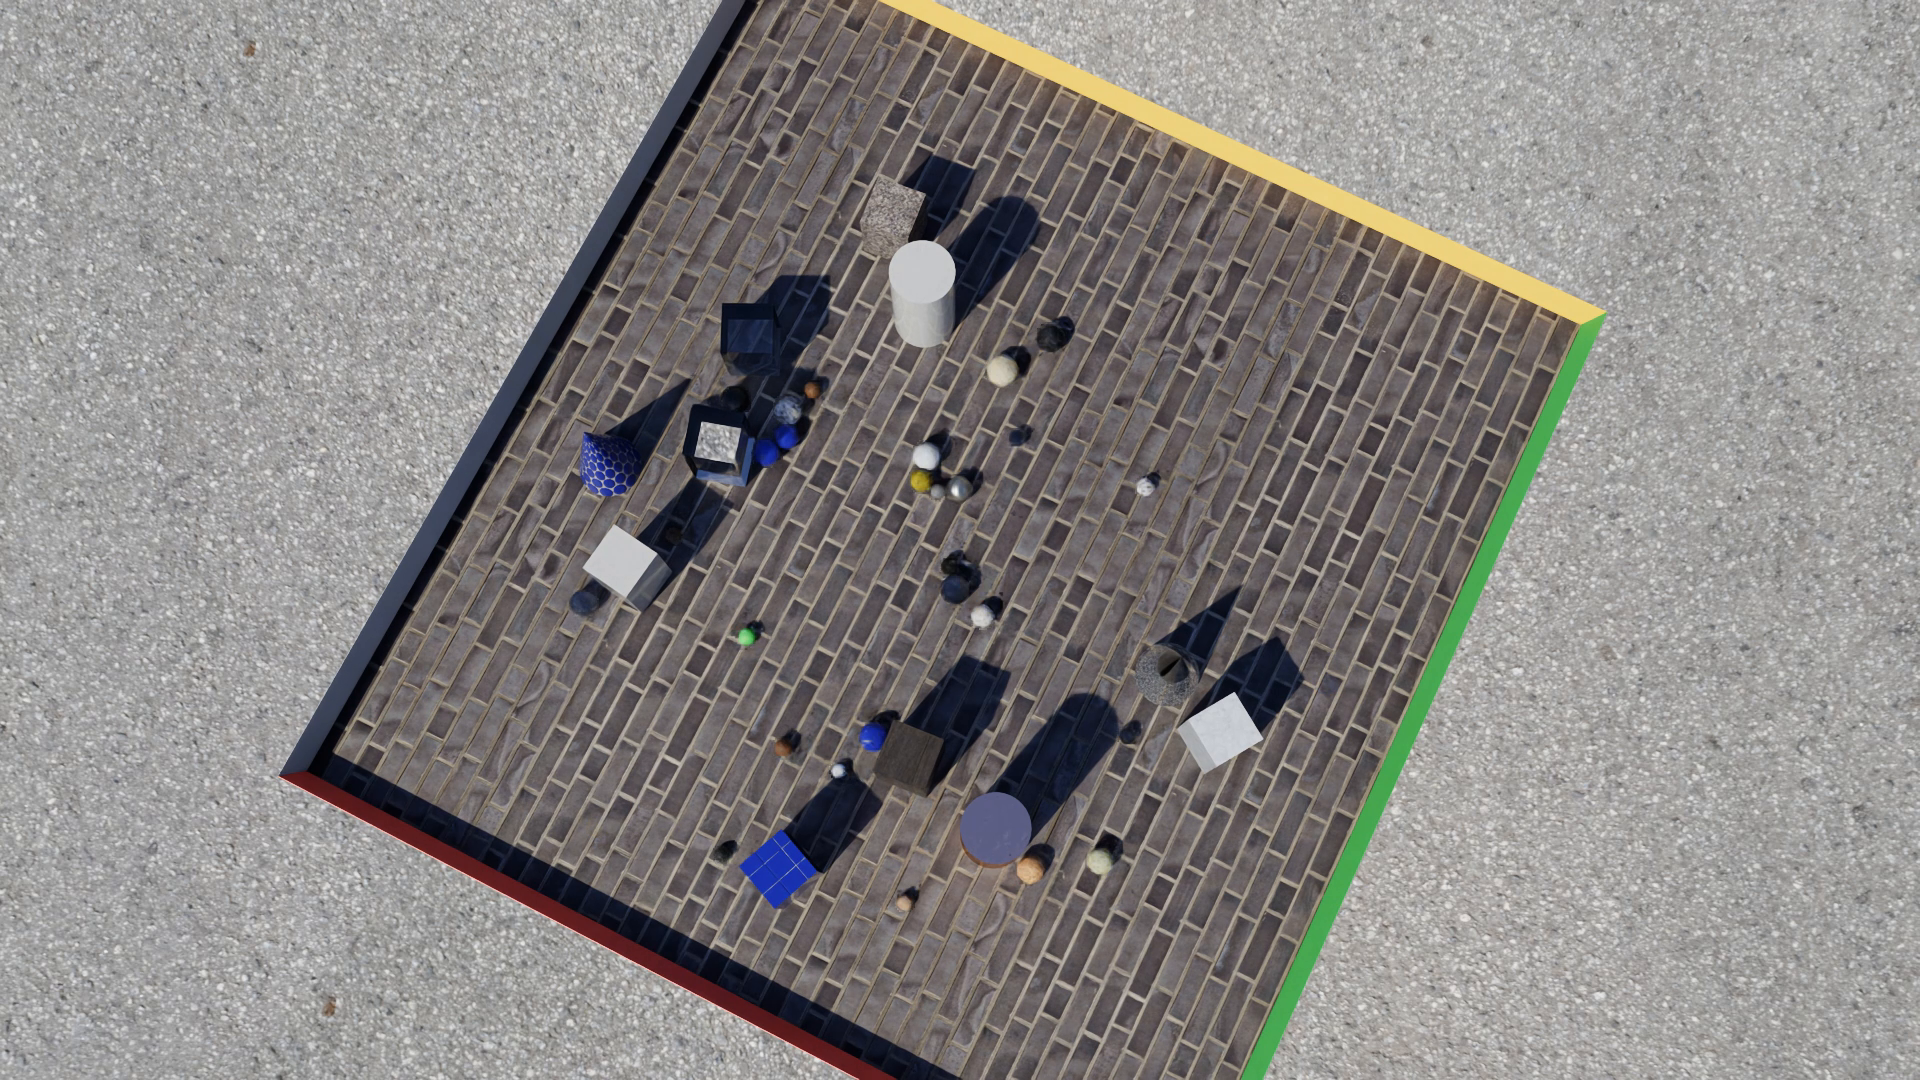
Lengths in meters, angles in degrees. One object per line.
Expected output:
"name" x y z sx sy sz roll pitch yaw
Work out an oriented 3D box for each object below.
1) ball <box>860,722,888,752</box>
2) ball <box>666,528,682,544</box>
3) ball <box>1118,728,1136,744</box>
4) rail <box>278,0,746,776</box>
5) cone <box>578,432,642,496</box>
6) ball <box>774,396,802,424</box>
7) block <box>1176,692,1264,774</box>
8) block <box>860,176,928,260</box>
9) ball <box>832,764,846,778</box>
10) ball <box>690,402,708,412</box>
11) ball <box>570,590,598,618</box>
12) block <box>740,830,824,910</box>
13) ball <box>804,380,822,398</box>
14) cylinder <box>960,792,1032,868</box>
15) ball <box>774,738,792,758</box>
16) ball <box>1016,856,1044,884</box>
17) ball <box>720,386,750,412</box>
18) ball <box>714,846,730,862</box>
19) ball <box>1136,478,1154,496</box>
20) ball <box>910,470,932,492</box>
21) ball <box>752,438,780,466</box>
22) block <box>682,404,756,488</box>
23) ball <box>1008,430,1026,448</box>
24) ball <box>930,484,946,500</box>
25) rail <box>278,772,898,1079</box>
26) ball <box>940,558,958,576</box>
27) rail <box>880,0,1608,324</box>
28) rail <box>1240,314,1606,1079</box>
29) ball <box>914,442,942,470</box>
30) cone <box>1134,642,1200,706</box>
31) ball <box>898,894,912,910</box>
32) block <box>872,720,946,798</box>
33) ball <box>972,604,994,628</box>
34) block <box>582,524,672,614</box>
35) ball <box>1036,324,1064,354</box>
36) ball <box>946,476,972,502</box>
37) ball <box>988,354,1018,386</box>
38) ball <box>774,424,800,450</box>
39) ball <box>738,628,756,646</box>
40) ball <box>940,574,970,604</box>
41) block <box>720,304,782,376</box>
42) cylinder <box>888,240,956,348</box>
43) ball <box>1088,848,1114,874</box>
"ball" -0.256 0.587 5.450 0.088 0.088 0.088 0 78 0
"ball" -0.874 -0.014 5.594 0.050 0.050 0.050 0 78 0
"ball" 0.500 0.585 5.469 0.052 0.052 0.052 0 78 0
"rail" -1.288 -0.624 5.680 0.045 0.127 3.052 26 80 5
"cone" -1.082 -0.270 5.466 0.195 0.404 0.195 0 78 0
"ball" -0.530 -0.399 5.653 0.088 0.088 0.088 0 78 0
"block" 0.757 0.567 5.357 0.156 0.278 0.156 -30 80 -6
"block" -0.204 -0.986 5.696 0.156 0.245 0.156 20 79 4
"ball" -0.359 0.686 5.452 0.044 0.044 0.044 0 78 0
"ball" -0.797 -0.385 5.657 0.077 0.077 0.077 0 78 0
"ball" -1.137 0.191 5.534 0.084 0.084 0.084 0 78 0
"block" -0.511 0.951 5.280 0.156 0.273 0.156 -41 81 -8
"ball" -0.458 -0.466 5.685 0.055 0.055 0.055 0 78 0
"cylinder" 0.098 0.831 5.220 0.195 0.441 0.195 0 78 0
"ball" -0.526 0.620 5.460 0.055 0.055 0.055 0 78 0
"ball" 0.207 0.966 5.375 0.082 0.082 0.082 0 78 0
"ball" -0.697 -0.430 5.658 0.094 0.094 0.094 0 78 0
"ball" -0.700 0.928 5.401 0.046 0.046 0.046 0 78 0
"ball" 0.570 -0.163 5.623 0.054 0.054 0.054 0 78 0
"ball" -0.118 -0.183 5.619 0.070 0.070 0.070 0 78 0
"ball" -0.597 -0.270 5.629 0.084 0.084 0.084 0 78 0
"block" -0.724 -0.282 5.522 0.156 0.299 0.156 10 78 2
"ball" 0.176 -0.314 5.654 0.054 0.054 0.054 0 78 0
"ball" -0.067 -0.149 5.622 0.049 0.049 0.049 0 78 0
"rail" -0.672 1.323 5.277 2.927 0.127 0.045 26 80 5
"ball" -0.031 0.080 5.571 0.056 0.056 0.056 0 78 0
"rail" 0.672 -1.309 5.822 2.927 0.127 0.045 26 80 5
"rail" 1.288 0.637 5.419 0.045 0.127 3.052 26 80 5
"ball" -0.100 -0.258 5.626 0.086 0.086 0.086 0 78 0
"cone" 0.625 0.367 5.346 0.195 0.382 0.195 0 78 0
"ball" -0.161 1.064 5.373 0.047 0.047 0.047 0 78 0
"block" -0.145 0.638 5.325 0.156 0.312 0.156 21 79 4
"ball" 0.069 0.229 5.534 0.069 0.069 0.069 0 78 0
"block" -0.986 0.089 5.452 0.156 0.286 0.156 33 80 6
"ball" 0.281 -0.626 5.700 0.090 0.090 0.090 0 78 0
"ball" -0.003 -0.155 5.606 0.083 0.083 0.083 0 78 0
"ball" 0.133 -0.526 5.676 0.098 0.098 0.098 0 78 0
"ball" -0.534 -0.317 5.643 0.076 0.076 0.076 0 78 0
"ball" -0.642 0.291 5.529 0.054 0.054 0.054 0 78 0
"ball" -0.016 0.151 5.539 0.091 0.091 0.091 0 78 0
"block" -0.640 -0.613 5.623 0.156 0.236 0.156 0 78 0
"cylinder" -0.110 -0.741 5.556 0.195 0.419 0.195 0 78 0
"ball" 0.413 0.942 5.381 0.079 0.079 0.079 0 78 0
